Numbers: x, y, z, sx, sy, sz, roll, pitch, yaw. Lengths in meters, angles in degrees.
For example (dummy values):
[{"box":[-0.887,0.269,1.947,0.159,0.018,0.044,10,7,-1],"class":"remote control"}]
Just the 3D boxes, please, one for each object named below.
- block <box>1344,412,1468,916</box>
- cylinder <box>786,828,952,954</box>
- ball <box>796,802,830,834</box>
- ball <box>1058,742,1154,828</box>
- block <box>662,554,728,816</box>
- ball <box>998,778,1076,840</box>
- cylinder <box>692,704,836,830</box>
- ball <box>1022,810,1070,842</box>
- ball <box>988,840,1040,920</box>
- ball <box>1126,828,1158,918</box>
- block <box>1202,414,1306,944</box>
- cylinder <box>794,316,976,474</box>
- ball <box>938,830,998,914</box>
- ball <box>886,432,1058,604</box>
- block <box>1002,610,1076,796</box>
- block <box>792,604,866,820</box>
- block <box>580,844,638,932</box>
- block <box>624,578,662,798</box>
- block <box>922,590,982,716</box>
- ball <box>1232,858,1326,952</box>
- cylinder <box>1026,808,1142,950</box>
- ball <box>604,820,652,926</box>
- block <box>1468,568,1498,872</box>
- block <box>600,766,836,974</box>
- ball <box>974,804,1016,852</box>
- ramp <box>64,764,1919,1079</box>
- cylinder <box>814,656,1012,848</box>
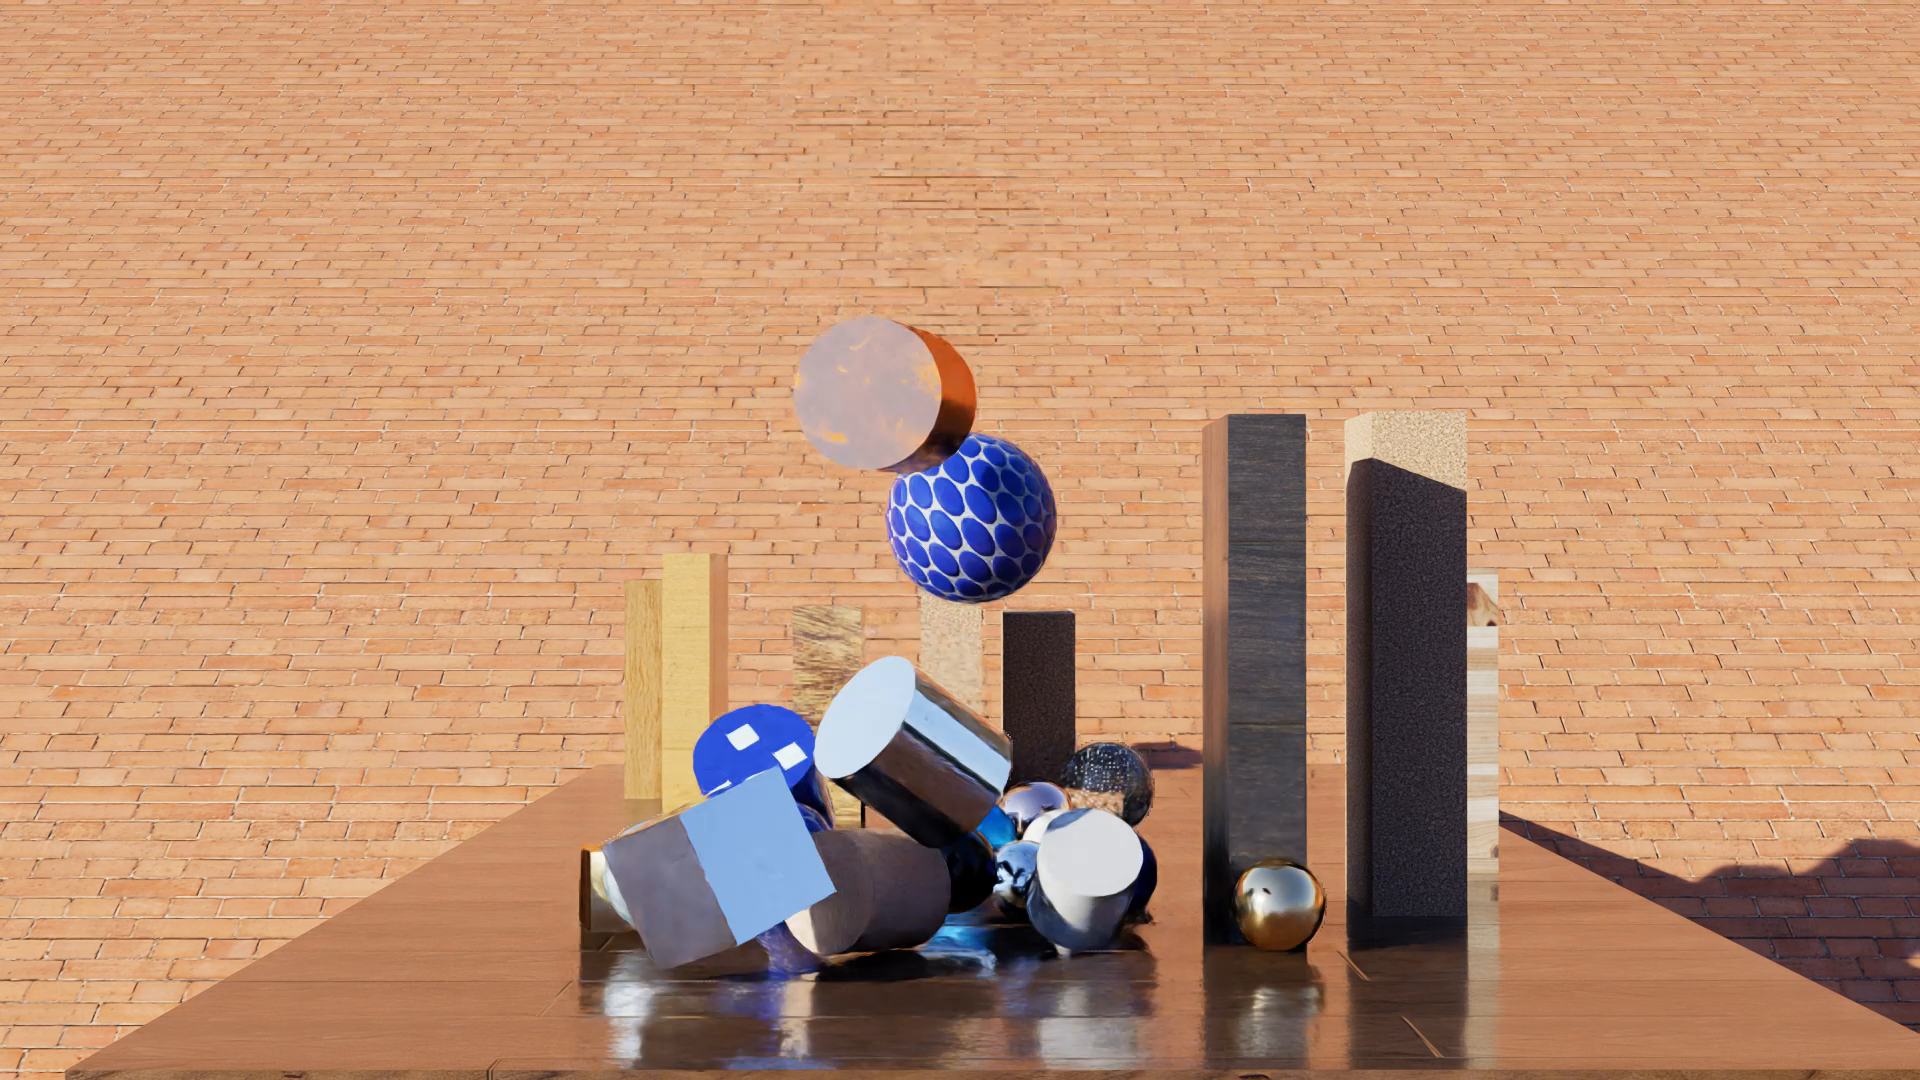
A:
[{"box":[0.683,0.184,3.981,0.141,0.749,0.271,0,0,0],"class":"block"},{"box":[-0.126,0.469,3.468,0.163,0.163,0.163,27,13,37],"class":"cylinder"},{"box":[-0.271,0.484,4.056,0.151,0.151,0.151,0,31,0],"class":"ball"},{"box":[0.270,0.461,4.800,0.175,0.175,0.175,0,31,0],"class":"ball"},{"box":[-0.563,0.300,5.537,0.097,0.541,0.435,0,0,0],"class":"block"},{"box":[0.134,0.491,4.534,0.145,0.145,0.145,0,31,0],"class":"ball"},{"box":[-0.323,0.416,4.290,0.204,0.204,0.204,-5,46,5],"class":"cylinder"},{"box":[0.162,0.495,4.130,0.130,0.130,0.130,0,31,0],"class":"ball"},{"box":[0.094,0.500,3.812,0.117,0.117,0.117,0,31,0],"class":"ball"},{"box":[0.218,0.482,3.766,0.140,0.140,0.140,0,31,0],"class":"ball"},{"box":[0.423,0.192,3.753,0.108,0.730,0.375,0,0,0],"class":"block"},{"box":[-0.077,-0.152,2.751,0.158,0.158,0.158,8,2,13],"class":"cylinder"},{"box":[-0.010,0.475,3.742,0.130,0.130,0.130,0,31,0],"class":"ball"},{"box":[0.013,-0.026,3.042,0.202,0.202,0.202,0,31,0],"class":"ball"},{"box":[0.151,0.354,5.055,0.134,0.426,0.344,0,0,0],"class":"block"},{"box":[-0.270,0.352,5.386,0.137,0.434,0.292,0,0,0],"class":"block"},{"box":[-0.486,0.501,3.749,0.113,0.113,0.113,0,0,-16],"class":"block"},{"box":[-0.694,0.331,5.903,0.095,0.483,0.365,0,0,0],"class":"block"},{"box":[-0.016,0.231,4.801,0.107,0.669,0.327,0,0,0],"class":"block"},{"box":[0.430,0.493,3.500,0.126,0.126,0.126,0,31,0],"class":"ball"},{"box":[0.167,0.458,3.490,0.138,0.138,0.138,4,50,-5],"class":"cylinder"},{"box":[-0.422,0.470,3.628,0.155,0.155,0.155,0,31,0],"class":"ball"},{"box":[0.866,0.306,4.591,0.085,0.514,0.435,0,0,0],"class":"block"},{"box":[-0.303,0.412,3.241,0.174,0.174,0.174,-25,-1,45],"class":"block"},{"box":[0.021,0.489,4.189,0.144,0.144,0.144,0,31,0],"class":"ball"},{"box":[0.069,0.614,4.689,2.000,0.100,4.000,0,0,0],"class":"ramp"},{"box":[-0.062,0.281,3.428,0.186,0.186,0.186,-35,33,27],"class":"cylinder"}]
